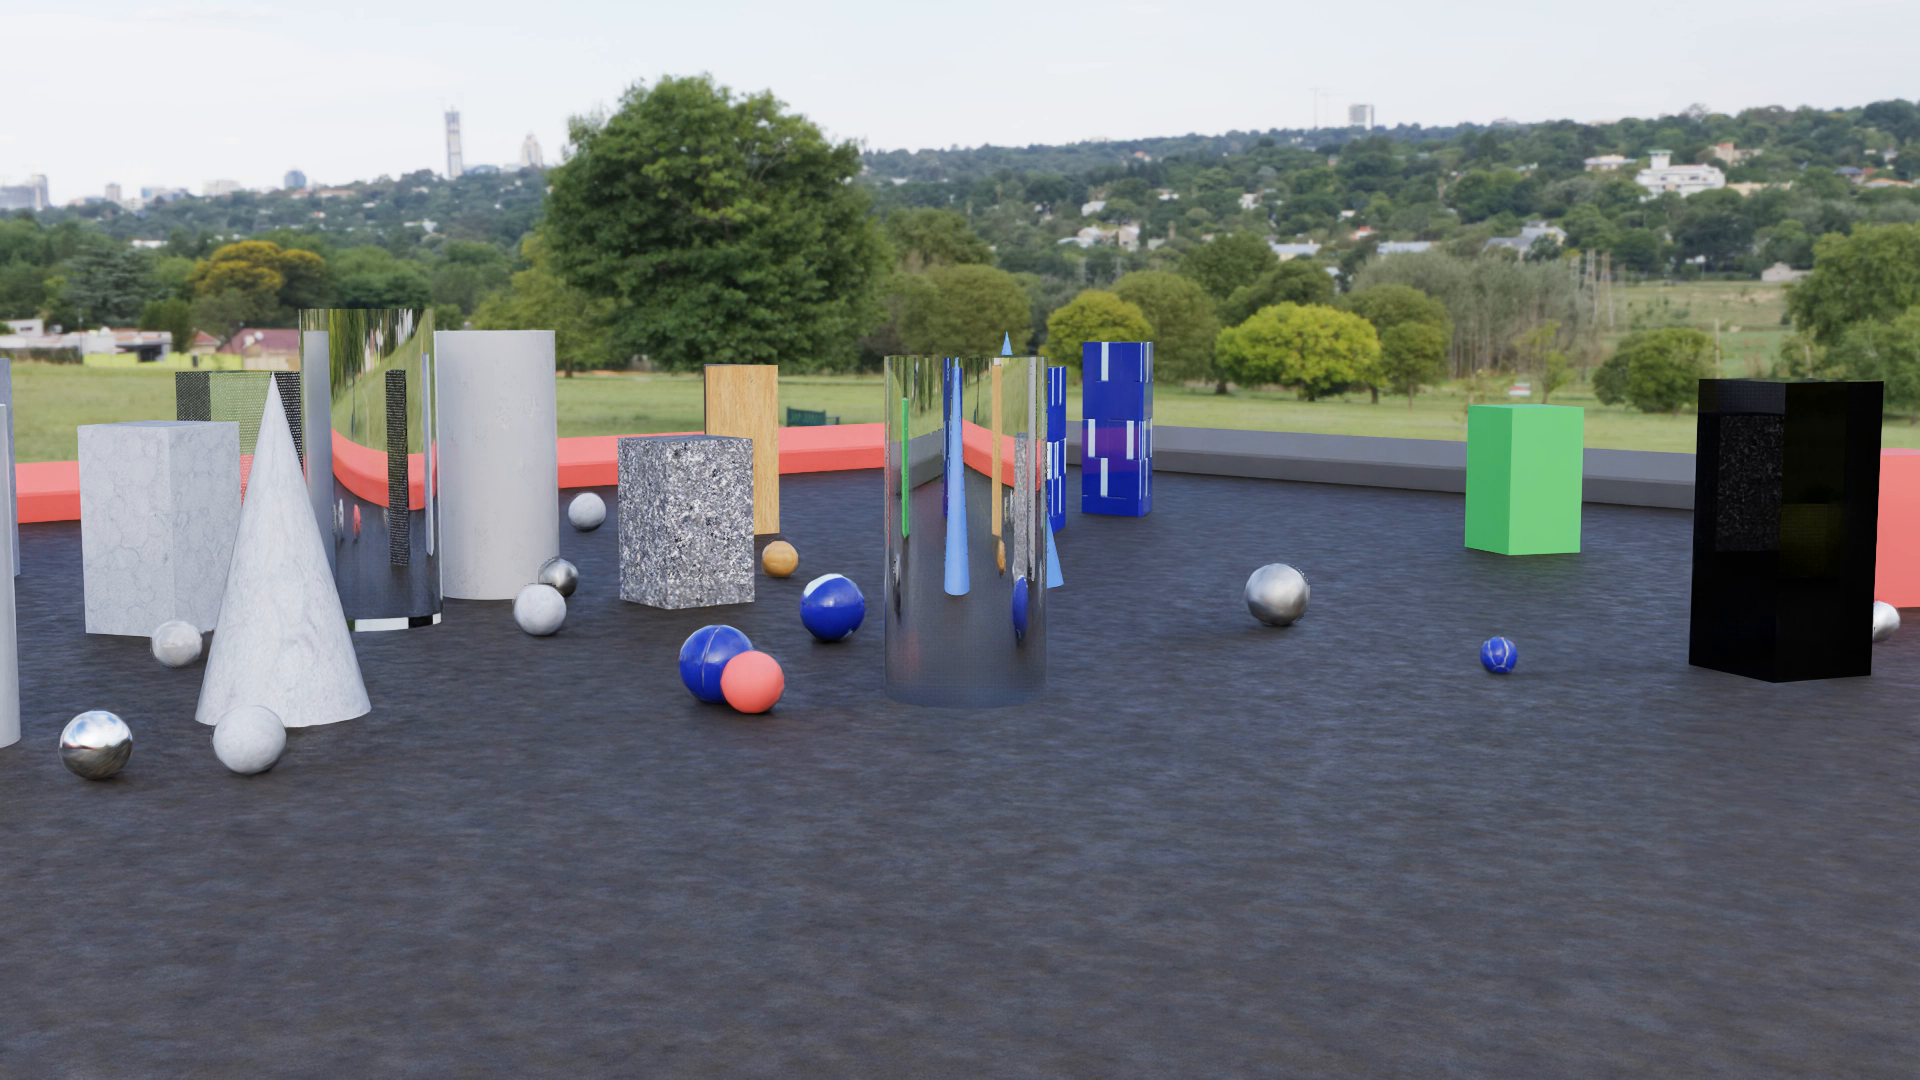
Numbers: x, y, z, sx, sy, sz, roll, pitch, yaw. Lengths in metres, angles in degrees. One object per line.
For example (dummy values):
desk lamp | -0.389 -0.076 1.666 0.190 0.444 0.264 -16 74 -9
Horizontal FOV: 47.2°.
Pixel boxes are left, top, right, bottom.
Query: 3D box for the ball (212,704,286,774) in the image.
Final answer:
ball | -0.679 0.190 2.101 0.067 0.067 0.067 0 6 0

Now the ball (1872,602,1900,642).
ball | 1.223 0.109 2.928 0.054 0.054 0.054 0 6 0

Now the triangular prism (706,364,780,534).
triangular prism | -0.463 -0.180 4.336 0.161 0.330 0.139 -5 8 -38

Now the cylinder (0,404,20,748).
cylinder | -1.061 0.037 2.230 0.186 0.344 0.186 0 6 0

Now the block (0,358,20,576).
block | -1.632 -0.113 3.574 0.149 0.359 0.149 -1 6 -10

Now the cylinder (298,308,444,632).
cylinder | -0.829 -0.104 3.098 0.186 0.441 0.186 0 6 0

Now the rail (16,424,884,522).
rail | -1.480 -0.138 4.927 4.435 0.121 0.045 -6 8 -42

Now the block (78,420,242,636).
block | -1.103 -0.019 3.044 0.149 0.284 0.149 2 6 19

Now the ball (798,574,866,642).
ball | -0.171 0.091 2.936 0.089 0.089 0.089 0 6 0

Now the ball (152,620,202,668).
ball | -0.967 0.129 2.717 0.059 0.059 0.059 0 6 0

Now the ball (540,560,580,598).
ball | -0.614 0.059 3.367 0.060 0.060 0.060 0 6 0

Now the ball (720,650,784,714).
ball | -0.228 0.156 2.413 0.069 0.069 0.069 0 6 0

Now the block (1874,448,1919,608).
block | 1.401 -0.021 3.333 0.149 0.227 0.149 -1 6 -11

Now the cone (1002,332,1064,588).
cone | 0.075 -0.133 3.537 0.186 0.406 0.186 0 6 0

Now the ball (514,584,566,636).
ball | -0.570 0.095 2.983 0.070 0.070 0.070 0 6 0

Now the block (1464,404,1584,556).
block | 1.034 -0.114 4.034 0.149 0.263 0.149 -2 6 -18

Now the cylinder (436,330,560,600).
cylinder | -0.721 -0.121 3.424 0.186 0.407 0.186 0 6 0

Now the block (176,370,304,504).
block | -1.248 -0.126 3.819 0.149 0.333 0.149 5 8 39

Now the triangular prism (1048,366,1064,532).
triangular prism | 0.167 -0.186 4.430 0.161 0.324 0.139 5 8 40

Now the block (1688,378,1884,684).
block | 1.007 -0.017 2.687 0.149 0.356 0.149 -2 7 -22

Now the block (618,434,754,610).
block | -0.416 -0.031 3.334 0.149 0.247 0.149 -5 8 -37

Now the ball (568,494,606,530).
ball | -0.742 -0.056 4.381 0.074 0.074 0.074 0 6 0

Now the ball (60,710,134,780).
ball | -0.816 0.194 2.078 0.065 0.065 0.065 0 6 0

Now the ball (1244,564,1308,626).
ball | 0.442 0.077 3.070 0.088 0.088 0.088 0 6 0

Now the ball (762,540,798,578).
ball | -0.297 0.032 3.620 0.061 0.061 0.061 0 6 0

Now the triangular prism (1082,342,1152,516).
triangular prism | 0.371 -0.244 4.760 0.161 0.369 0.139 5 8 42

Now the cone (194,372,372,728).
cone | -0.744 0.003 2.402 0.186 0.375 0.186 0 6 0

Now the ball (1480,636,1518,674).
ball | 0.655 0.140 2.677 0.045 0.045 0.045 0 6 0

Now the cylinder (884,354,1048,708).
cylinder | 0.007 -0.015 2.515 0.186 0.388 0.186 0 6 0

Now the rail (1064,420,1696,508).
rail | 1.612 -0.126 4.812 0.045 0.121 4.413 -6 8 -42

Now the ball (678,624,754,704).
ball | -0.273 0.139 2.477 0.089 0.089 0.089 0 6 0
